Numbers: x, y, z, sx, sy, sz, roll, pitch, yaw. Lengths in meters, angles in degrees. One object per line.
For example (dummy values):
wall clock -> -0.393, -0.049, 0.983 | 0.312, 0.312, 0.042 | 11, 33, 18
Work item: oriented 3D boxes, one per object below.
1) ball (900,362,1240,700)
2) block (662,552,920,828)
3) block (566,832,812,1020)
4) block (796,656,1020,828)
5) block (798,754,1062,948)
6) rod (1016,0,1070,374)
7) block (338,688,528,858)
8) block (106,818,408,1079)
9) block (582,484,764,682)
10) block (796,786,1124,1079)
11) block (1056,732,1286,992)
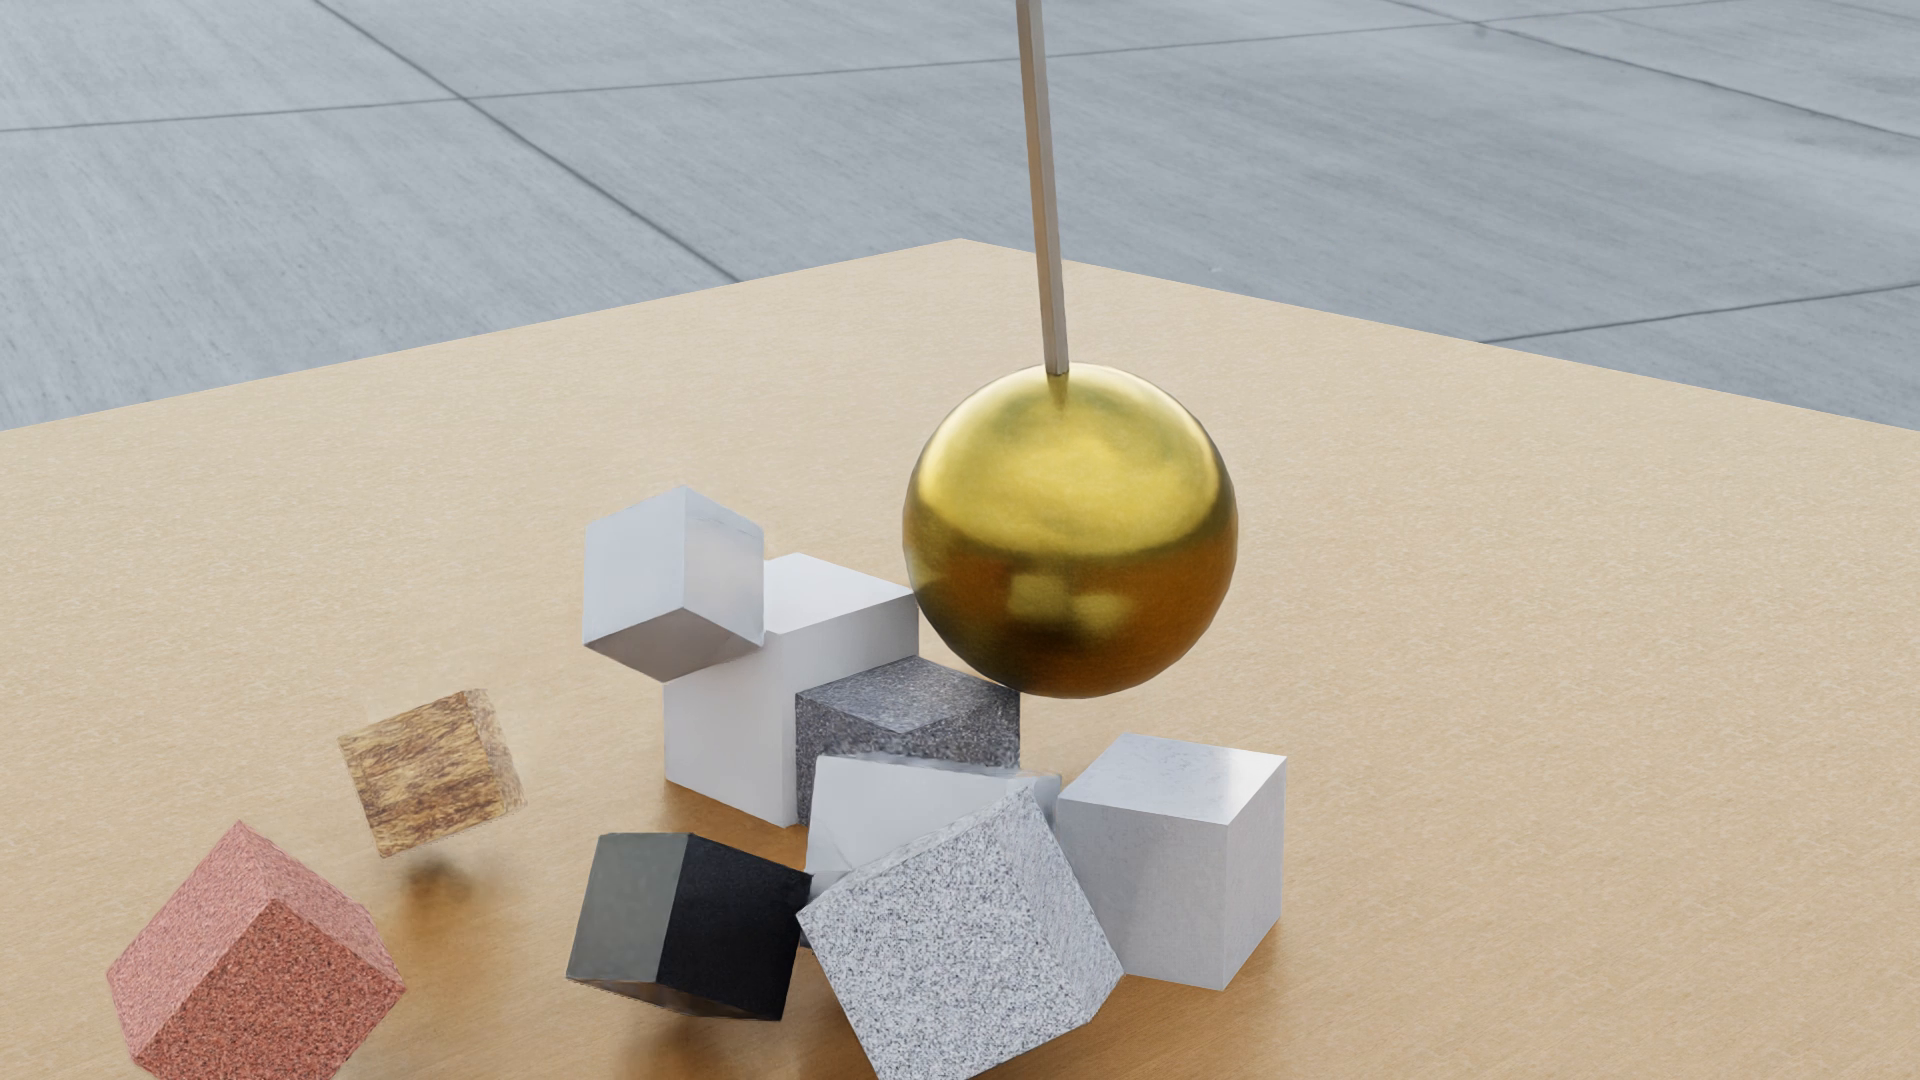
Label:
ball -> 0.520, -0.045, 13.873 | 1.600, 1.600, 1.600 | 0, 17, 0
block -> -0.832, 0.718, 14.429 | 0.904, 0.978, 0.882 | -17, 24, -42
block -> -1.085, 1.549, 11.758 | 0.636, 0.595, 0.619 | 25, -20, -37
block -> -0.247, 1.037, 13.941 | 0.771, 0.661, 0.732 | -16, 24, -42
block -> -0.116, 1.342, 12.353 | 0.821, 0.790, 0.849 | 6, -2, 17
rod -> 0.226, -3.176, 12.580 | 0.080, 5.200, 0.080 | 17, 31, 42
block -> -2.402, 1.061, 13.417 | 0.606, 0.584, 0.493 | -20, -2, 2
block -> -2.709, 1.693, 11.251 | 0.659, 0.789, 0.798 | 42, -2, -28
block -> -1.347, 0.213, 13.807 | 0.625, 0.631, 0.565 | -20, -32, 31
block -> 0.015, 1.554, 11.274 | 0.830, 0.829, 0.786 | -27, -1, 14
block -> 0.918, 1.377, 12.705 | 0.757, 0.755, 0.829 | 7, 19, 22
